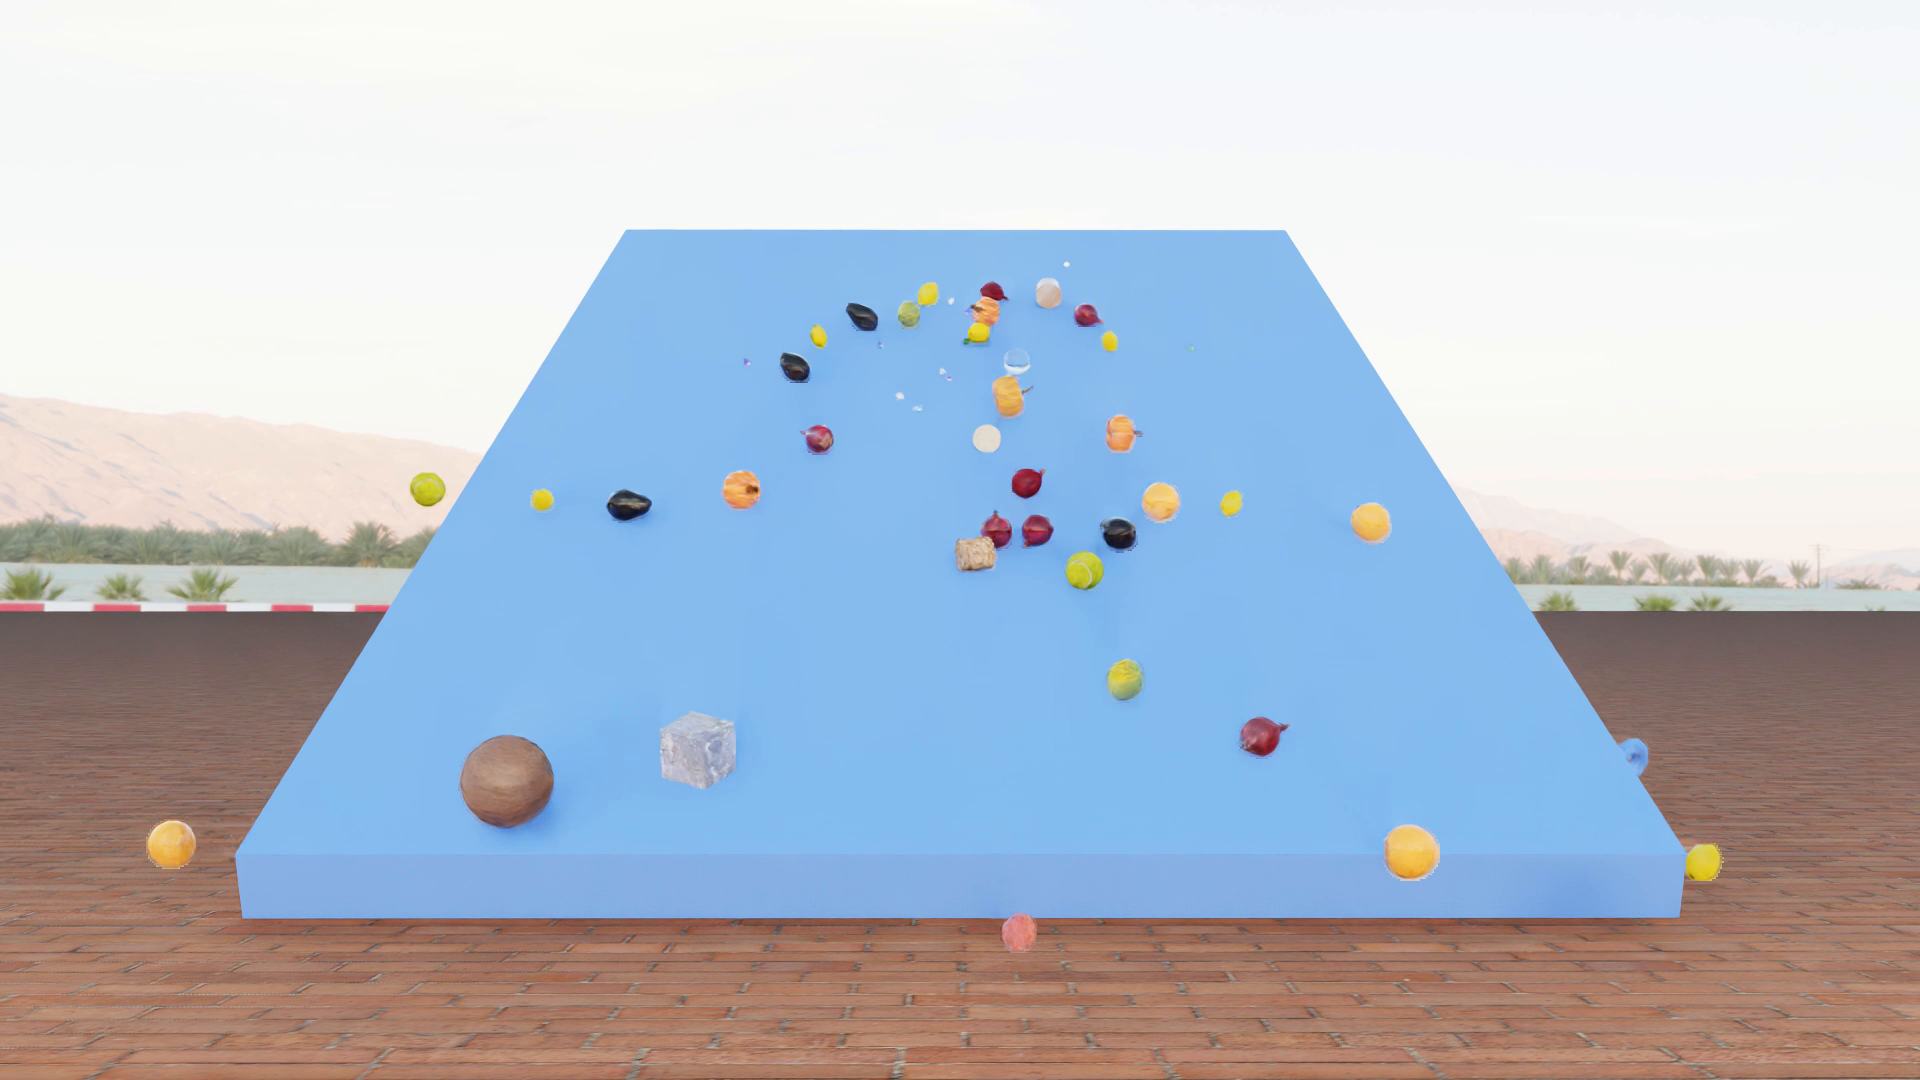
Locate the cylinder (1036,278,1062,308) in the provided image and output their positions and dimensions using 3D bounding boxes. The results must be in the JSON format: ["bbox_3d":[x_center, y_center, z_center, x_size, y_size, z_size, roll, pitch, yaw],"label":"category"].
[{"bbox_3d":[0.234,-0.652,5.989,0.068,0.068,0.068,0,20,1],"label":"cylinder"}]

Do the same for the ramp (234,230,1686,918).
[{"bbox_3d":[-0.005,-0.208,5.019,2.000,0.100,4.000,0,20,0],"label":"ramp"}]

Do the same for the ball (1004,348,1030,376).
[{"bbox_3d":[0.135,-0.421,5.361,0.065,0.065,0.065,0,-2,0],"label":"ball"}]

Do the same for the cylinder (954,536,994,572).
[{"bbox_3d":[0.027,0.025,4.141,0.059,0.059,0.059,-5,0,-16],"label":"cylinder"}]

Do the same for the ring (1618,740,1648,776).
[{"bbox_3d":[1.630,0.539,5.528,0.116,0.116,0.039,1,19,-34],"label":"ring"}]

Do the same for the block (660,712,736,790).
[{"bbox_3d":[-0.386,0.310,3.344,0.078,0.078,0.078,11,23,28],"label":"block"}]
